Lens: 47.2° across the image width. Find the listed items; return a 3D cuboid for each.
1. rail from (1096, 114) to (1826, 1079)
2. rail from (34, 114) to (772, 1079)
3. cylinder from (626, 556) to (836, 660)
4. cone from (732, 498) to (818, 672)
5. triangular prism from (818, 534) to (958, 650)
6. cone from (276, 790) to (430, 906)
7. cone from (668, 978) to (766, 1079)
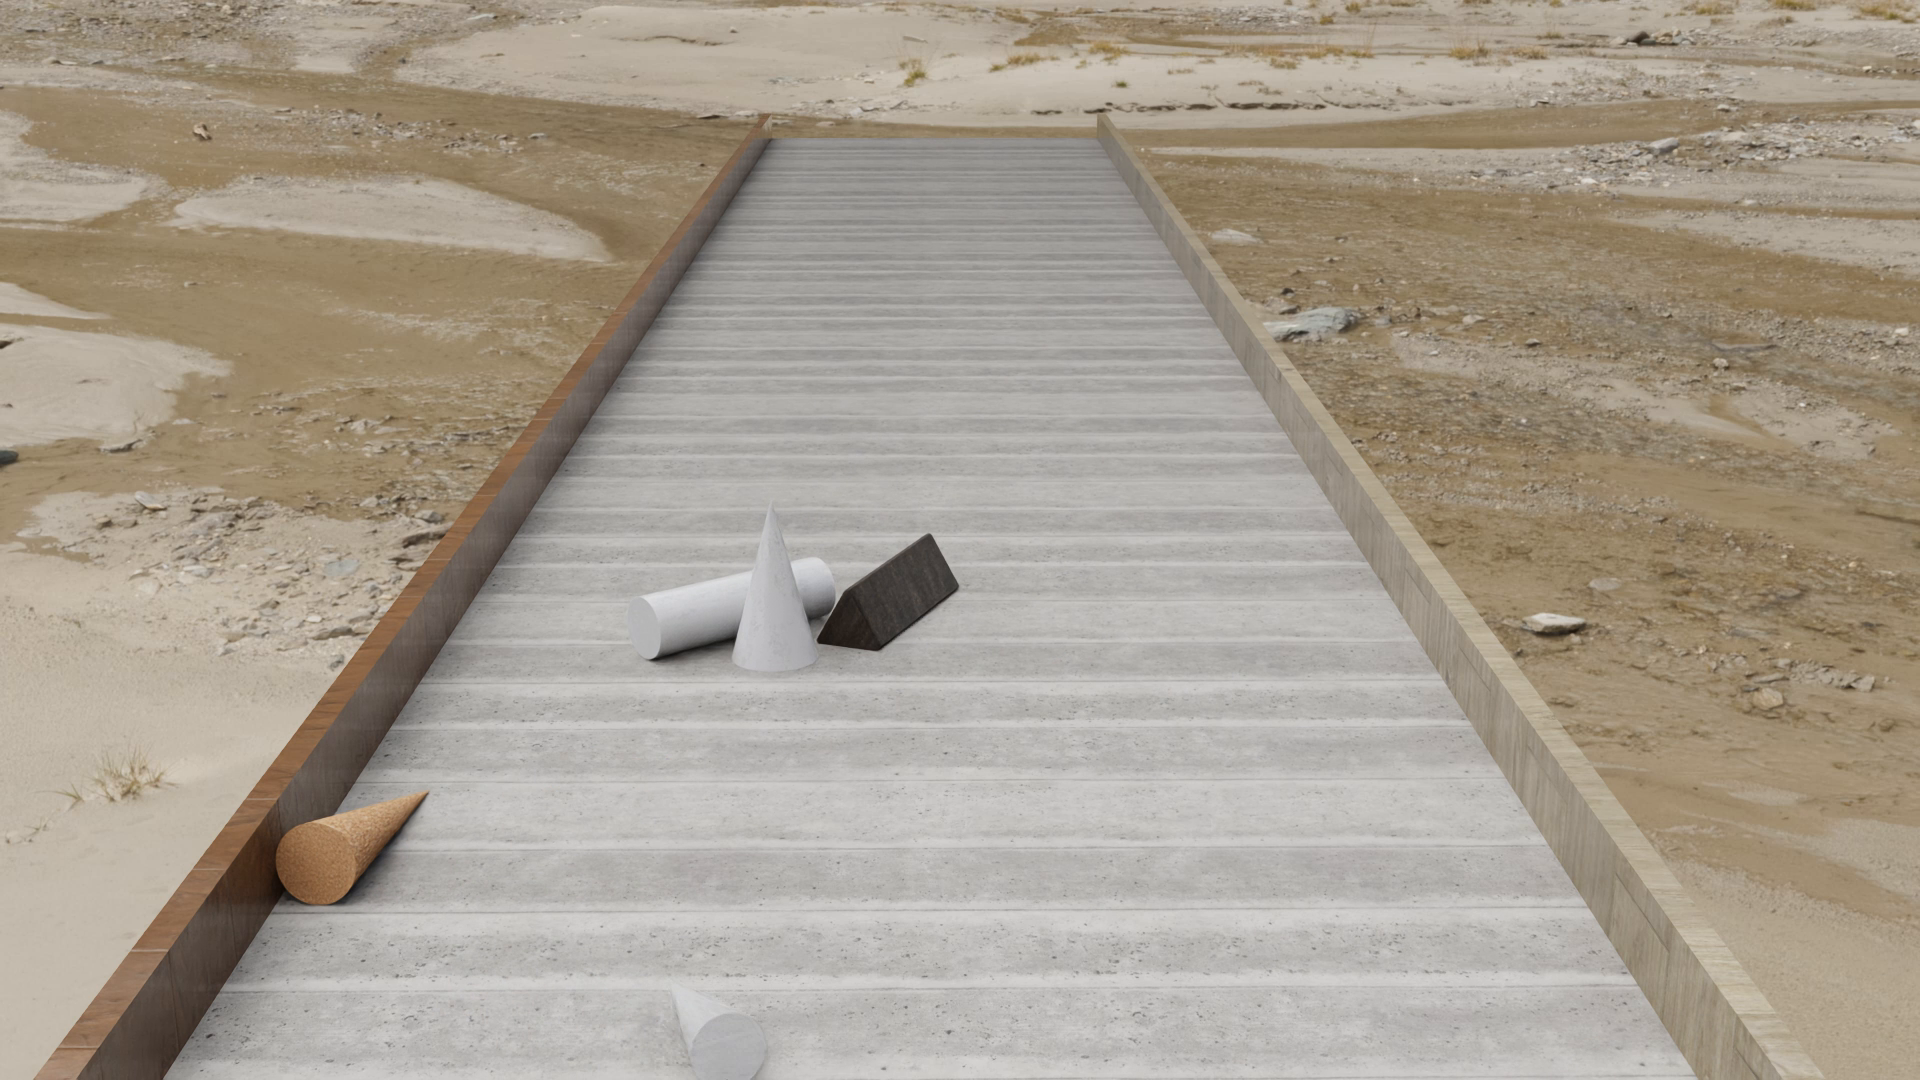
[{"bbox_3d":[0.932,-0.844,7.801,0.050,0.150,12.000,0,17,-1],"label":"rail"},{"bbox_3d":[-1.118,-0.838,7.780,0.050,0.150,12.000,0,17,-1],"label":"rail"},{"bbox_3d":[-0.468,0.137,4.538,0.430,0.129,0.129,-13,21,-37],"label":"cylinder"},{"bbox_3d":[-0.373,0.077,4.387,0.175,0.332,0.175,0,17,0],"label":"cone"},{"bbox_3d":[-0.148,0.100,4.669,0.138,0.119,0.443,6,18,21],"label":"triangular prism"},{"bbox_3d":[-0.945,0.461,3.564,0.130,0.130,0.449,3,9,9],"label":"cone"},{"bbox_3d":[-0.358,0.641,2.985,0.100,0.100,0.322,-7,9,-21],"label":"cone"}]
